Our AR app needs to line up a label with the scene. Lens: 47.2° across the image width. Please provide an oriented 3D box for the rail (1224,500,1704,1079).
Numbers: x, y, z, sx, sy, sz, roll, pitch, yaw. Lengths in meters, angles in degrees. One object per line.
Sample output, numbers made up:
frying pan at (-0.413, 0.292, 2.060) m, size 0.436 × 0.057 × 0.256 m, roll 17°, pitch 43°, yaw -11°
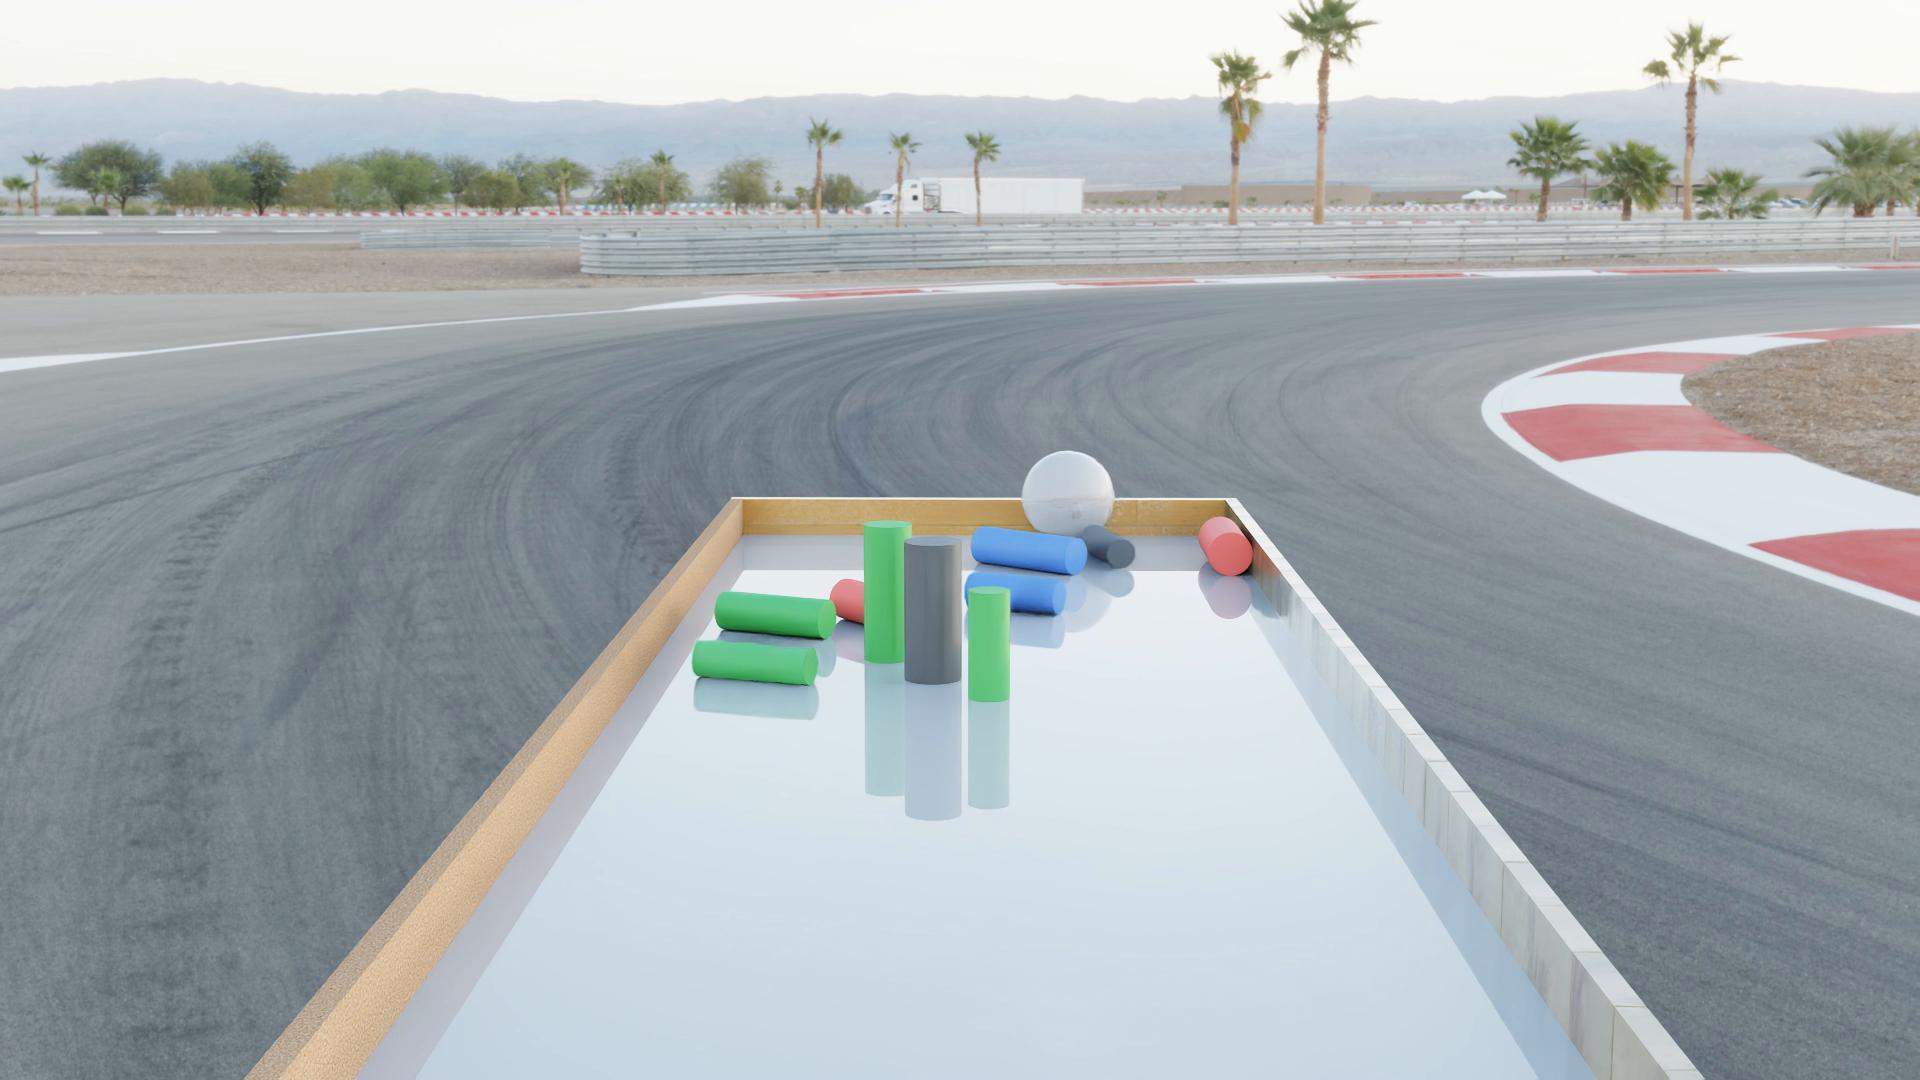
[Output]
rail at (1.046, 0.843, 3.208) m, size 0.050 × 0.150 × 12.000 m, roll 0°, pitch 9°, yaw 1°

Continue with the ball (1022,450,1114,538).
ball at (0.438, -0.175, 8.920) m, size 0.374 × 0.374 × 0.374 m, roll 0°, pitch 9°, yaw 0°

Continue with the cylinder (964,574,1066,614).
cylinder at (0.187, 0.183, 7.484) m, size 0.328 × 0.117 × 0.117 m, roll 4°, pitch 10°, yaw 25°

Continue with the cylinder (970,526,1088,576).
cylinder at (0.258, 0.039, 8.319) m, size 0.450 × 0.140 × 0.140 m, roll 7°, pitch 12°, yaw 39°

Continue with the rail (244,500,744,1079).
rail at (-1.004, 0.839, 3.234) m, size 0.050 × 0.150 × 12.000 m, roll 0°, pitch 9°, yaw 1°

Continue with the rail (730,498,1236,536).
rail at (0.099, -0.098, 9.147) m, size 2.100 × 0.150 × 0.050 m, roll 0°, pitch 9°, yaw 1°

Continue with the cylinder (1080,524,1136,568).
cylinder at (0.566, 0.024, 8.501) m, size 0.112 × 0.112 × 0.382 m, roll -2°, pitch 9°, yaw -13°

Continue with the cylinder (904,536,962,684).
cylinder at (-0.079, 0.205, 6.417) m, size 0.169 × 0.408 × 0.169 m, roll 0°, pitch 9°, yaw 0°

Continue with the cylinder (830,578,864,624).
cylinder at (-0.273, 0.216, 7.209) m, size 0.136 × 0.136 × 0.352 m, roll -7°, pitch 11°, yaw -37°

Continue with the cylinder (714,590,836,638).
cylinder at (-0.596, 0.240, 7.091) m, size 0.379 × 0.126 × 0.126 m, roll 4°, pitch 10°, yaw 25°

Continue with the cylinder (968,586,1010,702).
cylinder at (0.082, 0.292, 6.178) m, size 0.118 × 0.309 × 0.118 m, roll 0°, pitch 9°, yaw 0°

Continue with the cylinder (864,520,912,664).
cylinder at (-0.219, 0.157, 6.691) m, size 0.147 × 0.416 × 0.147 m, roll 0°, pitch 9°, yaw 0°

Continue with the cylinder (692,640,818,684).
cylinder at (-0.599, 0.356, 6.418) m, size 0.354 × 0.109 × 0.109 m, roll 3°, pitch 10°, yaw 19°
